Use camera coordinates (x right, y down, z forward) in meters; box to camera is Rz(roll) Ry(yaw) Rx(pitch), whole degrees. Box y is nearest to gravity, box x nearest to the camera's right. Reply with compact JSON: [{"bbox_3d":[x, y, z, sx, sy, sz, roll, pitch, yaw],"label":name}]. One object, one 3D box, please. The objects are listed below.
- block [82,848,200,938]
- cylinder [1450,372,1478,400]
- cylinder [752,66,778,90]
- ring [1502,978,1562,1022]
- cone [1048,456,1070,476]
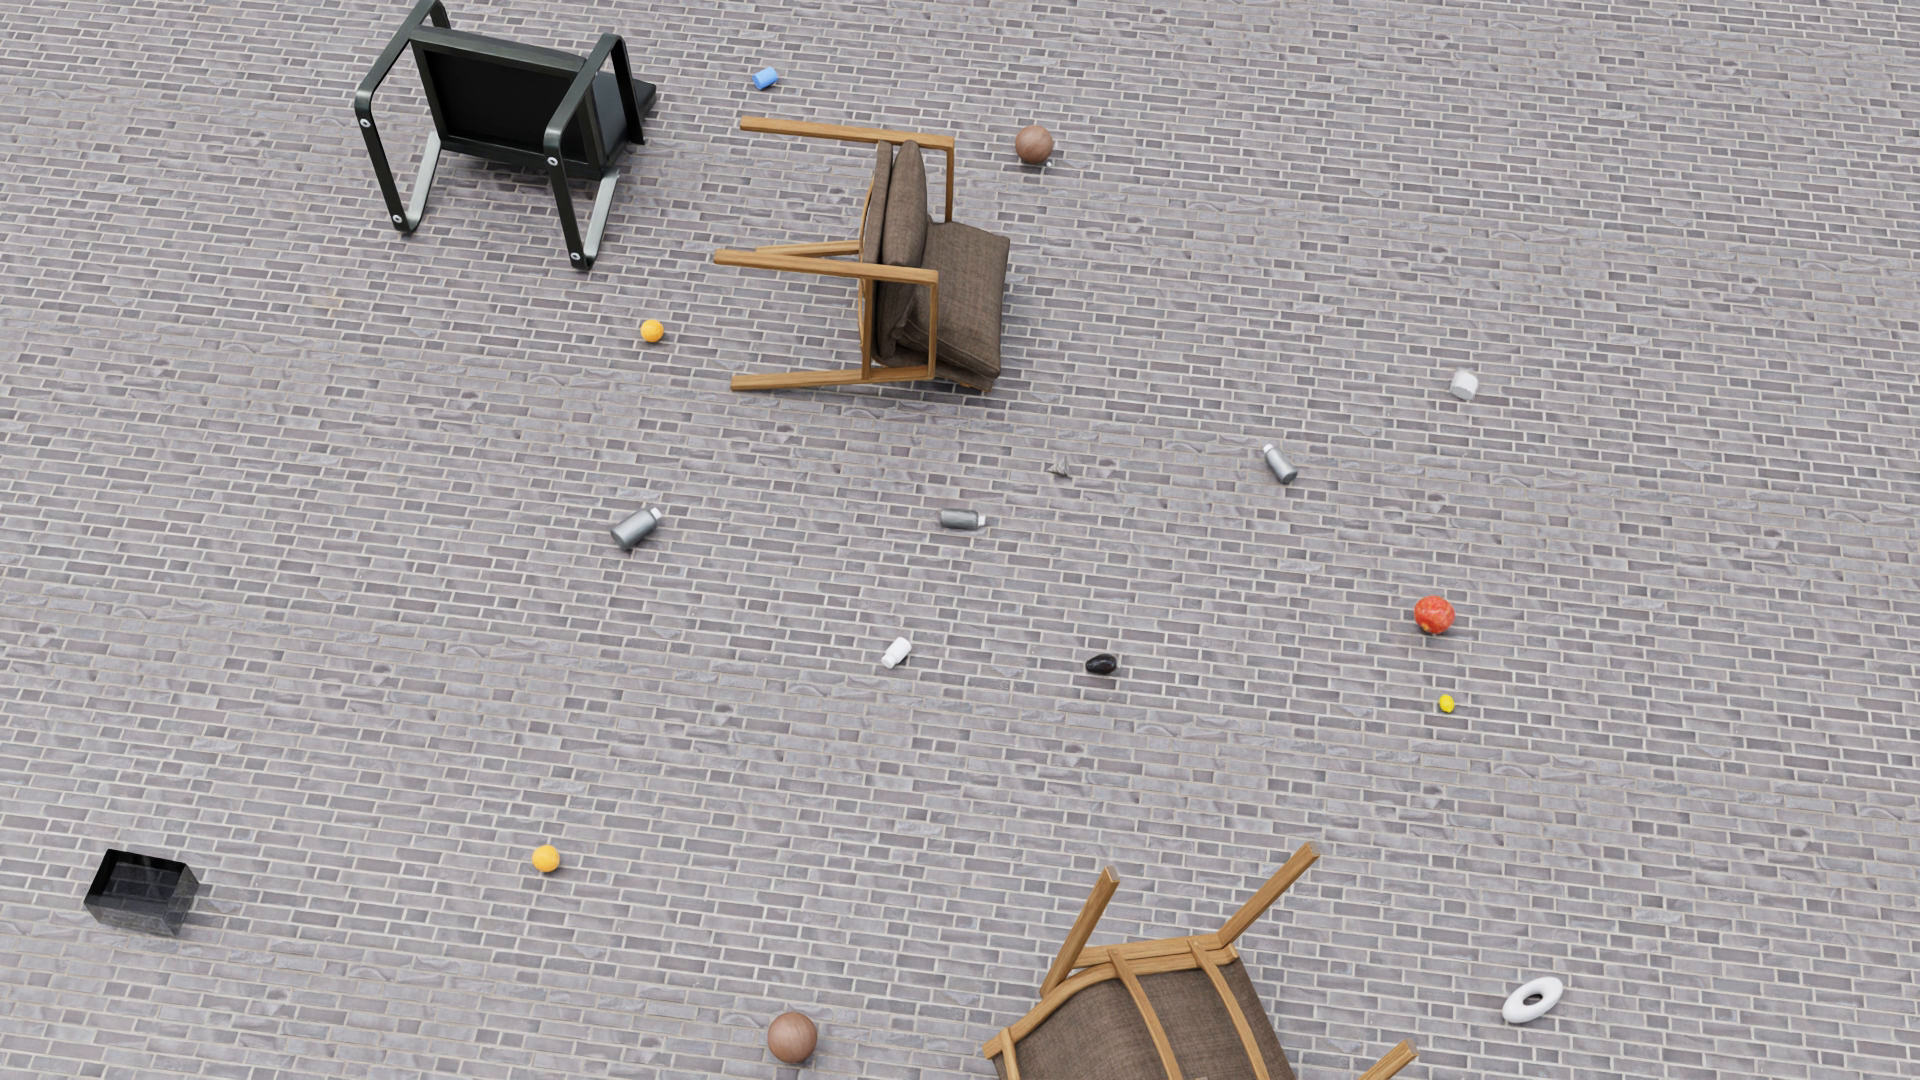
[{"bbox_3d":[-2.180,0.942,5.863,0.221,0.131,0.162,9,57,6],"label":"block"},{"bbox_3d":[1.573,-0.483,6.867,0.075,0.050,0.060,26,59,0],"label":"cylinder"},{"bbox_3d":[-0.675,-1.600,7.616,0.069,0.053,0.056,-32,67,-19],"label":"cylinder"},{"bbox_3d":[1.493,1.199,5.733,0.188,0.061,0.087,-25,58,-17],"label":"ring"},{"bbox_3d":[0.294,-0.219,6.707,0.066,0.050,0.069,-12,61,17],"label":"cone"}]
